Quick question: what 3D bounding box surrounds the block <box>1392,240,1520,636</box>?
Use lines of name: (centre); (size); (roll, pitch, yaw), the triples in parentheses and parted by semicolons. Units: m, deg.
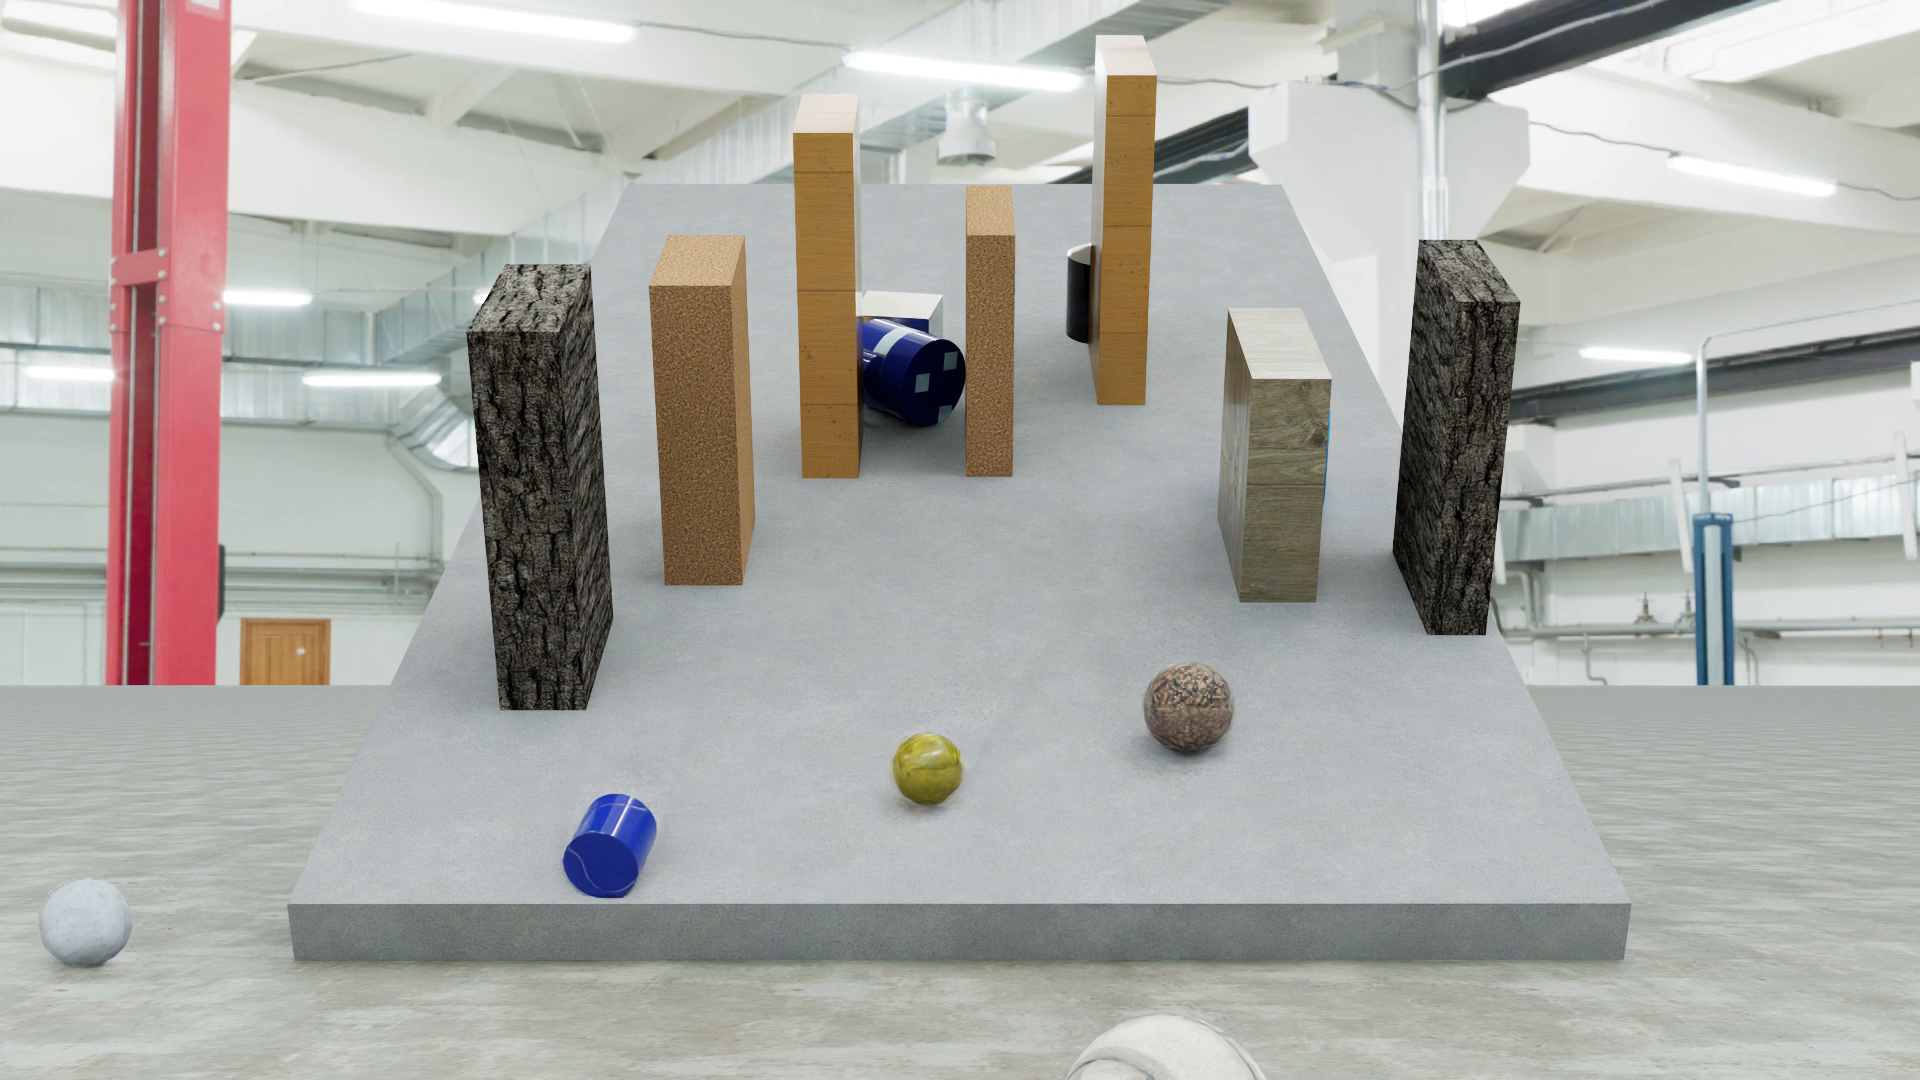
block: (0.914, -0.194, 4.323); (0.108, 0.643, 0.372); (0, 24, 0)

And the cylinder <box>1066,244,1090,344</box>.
cylinder: (0.367, -0.614, 5.801); (0.204, 0.204, 0.204); (0, 24, 0)

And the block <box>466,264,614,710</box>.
block: (-0.719, -0.094, 4.036); (0.148, 0.687, 0.361); (0, 24, 0)

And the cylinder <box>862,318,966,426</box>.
cylinder: (-0.129, -0.382, 5.281); (0.201, 0.201, 0.201); (22, 12, 40)

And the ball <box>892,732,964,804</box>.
ball: (-0.051, 0.365, 3.713); (0.115, 0.115, 0.115); (0, -3, 0)

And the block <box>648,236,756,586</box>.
block: (-0.493, -0.253, 4.498); (0.149, 0.602, 0.319); (0, 24, 0)

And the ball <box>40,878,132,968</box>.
ball: (-1.285, 0.563, 3.423); (0.129, 0.129, 0.129); (0, -3, 0)

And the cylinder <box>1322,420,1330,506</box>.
cylinder: (0.665, -0.176, 4.833); (0.195, 0.195, 0.195); (4, -3, 9)

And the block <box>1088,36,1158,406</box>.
block: (0.373, -0.745, 5.405); (0.109, 0.766, 0.412); (0, 24, 0)

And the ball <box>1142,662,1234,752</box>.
ball: (0.380, 0.278, 3.867); (0.152, 0.152, 0.152); (0, -3, 0)

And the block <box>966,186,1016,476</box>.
block: (0.063, -0.456, 5.040); (0.099, 0.535, 0.379); (0, 24, 0)

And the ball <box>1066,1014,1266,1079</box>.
ball: (0.157, 0.445, 1.765); (0.167, 0.167, 0.167); (0, -3, 0)

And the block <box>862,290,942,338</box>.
block: (-0.146, -0.470, 5.502); (0.182, 0.182, 0.182); (4, 24, 9)

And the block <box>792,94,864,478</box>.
block: (-0.276, -0.542, 4.967); (0.121, 0.749, 0.336); (0, 24, 0)

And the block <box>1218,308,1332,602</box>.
block: (0.602, -0.170, 4.504); (0.145, 0.451, 0.406); (0, 24, 0)

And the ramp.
ramp: (-0.008, -0.228, 5.307); (2.000, 0.100, 4.000); (0, 24, 0)
